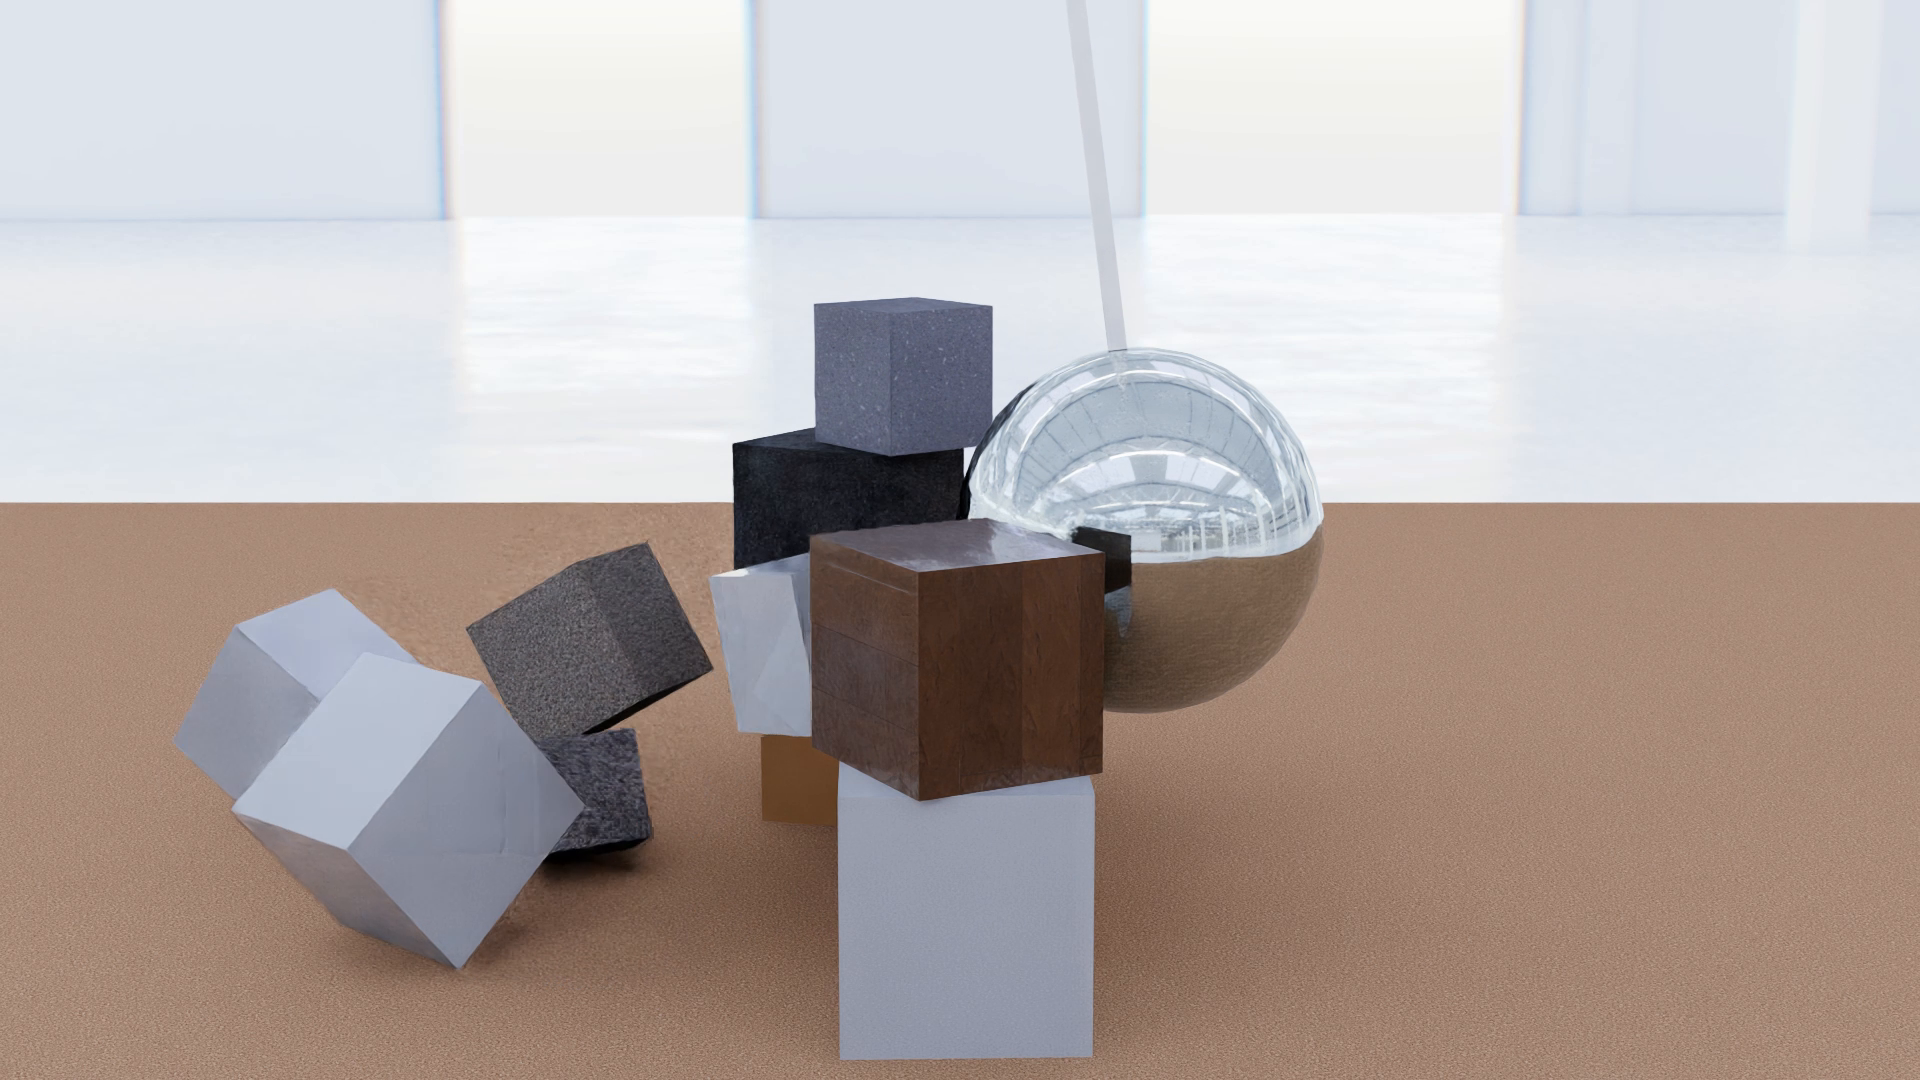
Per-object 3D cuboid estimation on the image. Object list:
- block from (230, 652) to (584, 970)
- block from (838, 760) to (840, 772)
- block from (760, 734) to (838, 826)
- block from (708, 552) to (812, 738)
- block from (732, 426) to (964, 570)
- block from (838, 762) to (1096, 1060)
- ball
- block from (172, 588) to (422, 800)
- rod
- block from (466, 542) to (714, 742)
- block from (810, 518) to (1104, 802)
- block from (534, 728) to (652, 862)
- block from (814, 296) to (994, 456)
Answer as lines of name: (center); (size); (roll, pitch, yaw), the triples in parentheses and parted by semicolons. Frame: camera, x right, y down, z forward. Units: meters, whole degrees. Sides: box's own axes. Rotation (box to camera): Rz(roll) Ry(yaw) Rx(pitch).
block: (-2.228, 1.084, 10.399); (0.804, 0.787, 0.849); (9, 53, 42)
block: (-0.011, 1.171, 10.575); (0.945, 0.912, 0.860); (0, 10, -1)
block: (-0.332, 0.790, 12.456); (1.005, 0.989, 0.961); (3, 11, 15)
block: (-0.485, 0.384, 10.334); (0.709, 0.647, 0.684); (-14, 6, -32)
block: (-0.533, -0.100, 12.414); (0.812, 0.776, 0.785); (6, 12, 32)
block: (0.009, 1.304, 9.650); (0.913, 0.981, 0.960); (0, 10, -2)
ball: (0.782, -0.042, 11.173); (1.600, 1.600, 1.600); (0, 10, 0)
block: (-3.075, 0.814, 12.111); (0.726, 0.744, 0.727); (39, 25, 11)
rod: (0.339, -3.359, 10.570); (0.080, 5.200, 0.080); (-7, 10, 1)
block: (-1.733, 0.512, 12.072); (0.682, 0.693, 0.694); (-29, -3, 22)
block: (-0.020, 0.416, 9.500); (0.765, 0.821, 0.852); (-6, 12, -29)
block: (-1.697, 1.149, 11.471); (0.476, 0.489, 0.459); (-7, -11, -21)
block: (-0.269, -0.787, 12.174); (0.599, 0.659, 0.617); (-8, 13, -37)
